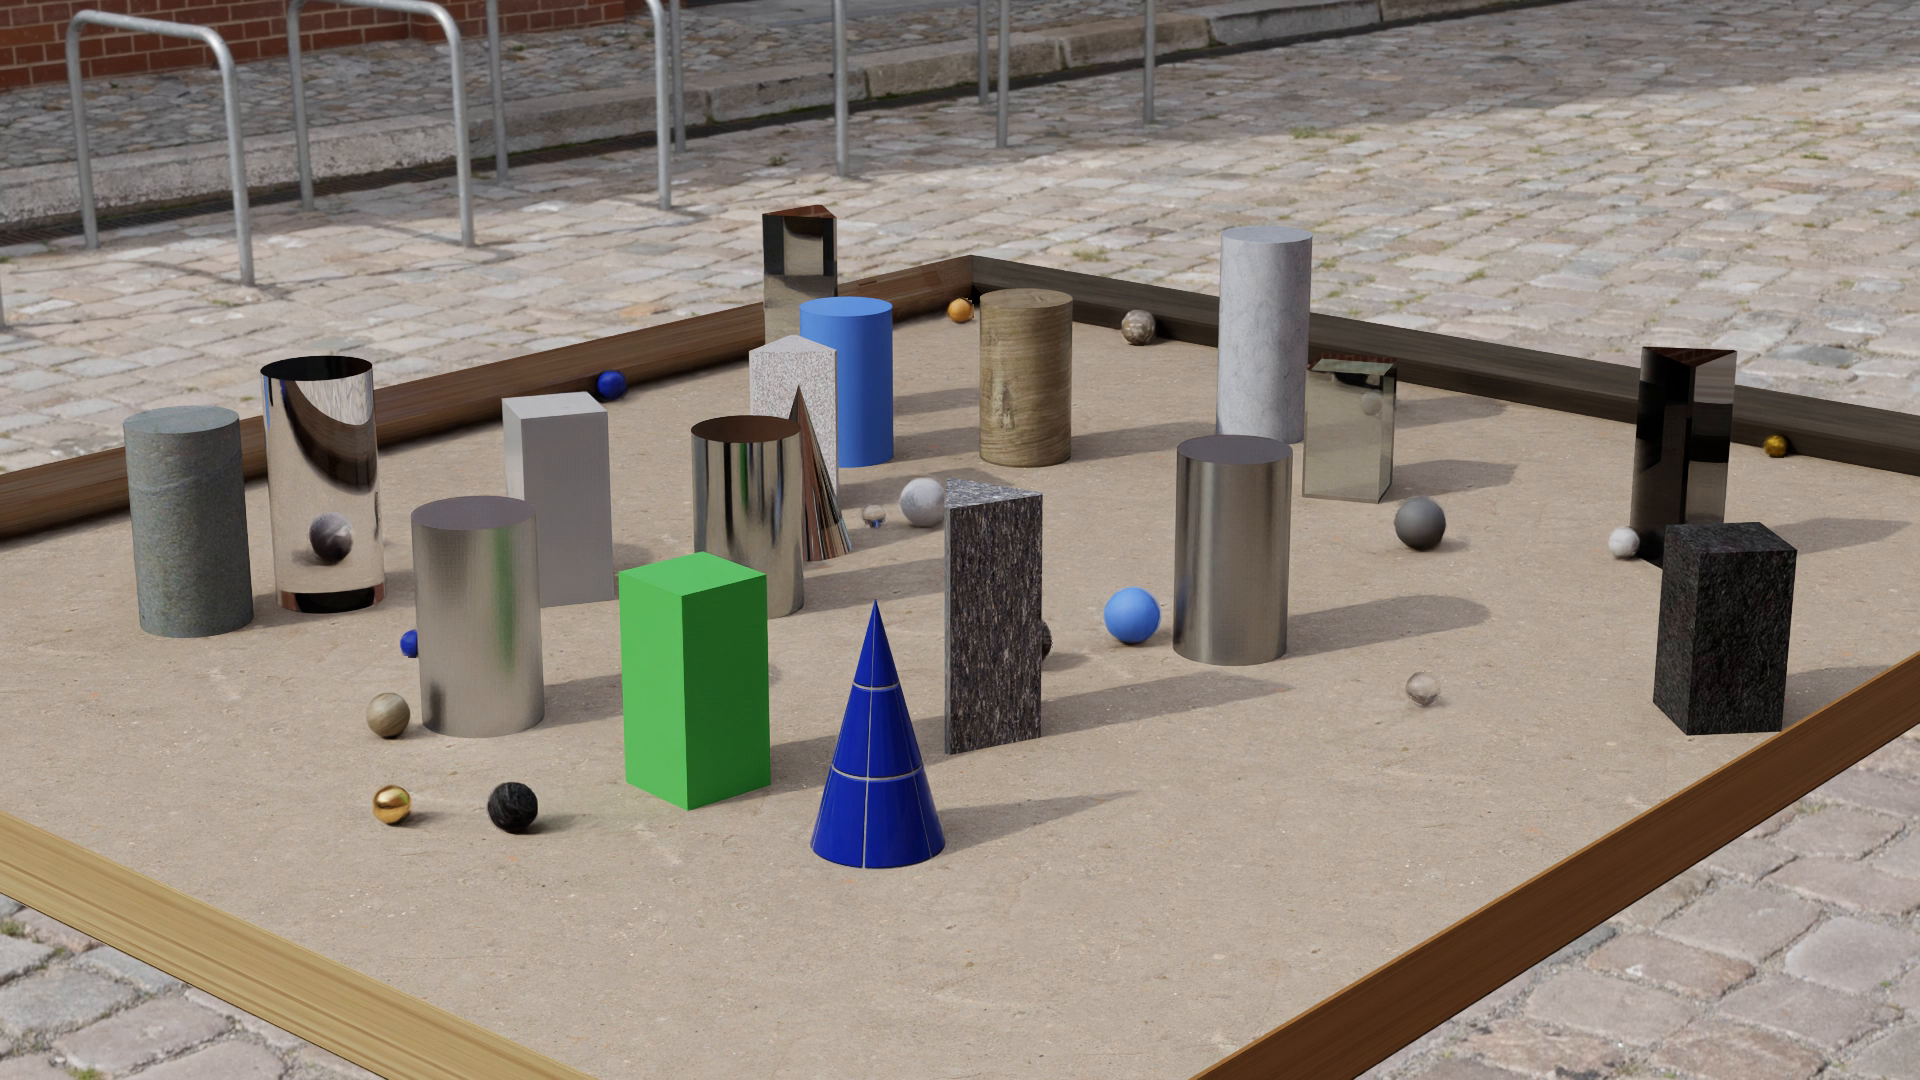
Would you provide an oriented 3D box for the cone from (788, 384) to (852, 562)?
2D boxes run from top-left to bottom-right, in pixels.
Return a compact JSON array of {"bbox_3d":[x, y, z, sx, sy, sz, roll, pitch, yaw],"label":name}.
[{"bbox_3d":[-0.292,-0.135,5.349,0.188,0.309,0.188,0,17,0],"label":"cone"}]

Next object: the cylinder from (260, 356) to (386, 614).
[{"bbox_3d":[-1.095,-0.097,5.049,0.188,0.409,0.188,0,17,0],"label":"cylinder"}]

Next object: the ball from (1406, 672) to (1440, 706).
[{"bbox_3d":[0.722,0.233,4.577,0.051,0.051,0.051,0,17,0],"label":"ball"}]

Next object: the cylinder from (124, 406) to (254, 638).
[{"bbox_3d":[-1.296,-0.032,4.932,0.188,0.353,0.188,0,17,0],"label":"cylinder"}]

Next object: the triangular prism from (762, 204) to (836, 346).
[{"bbox_3d":[-0.320,-0.486,6.275,0.162,0.445,0.141,5,17,15],"label":"triangular prism"}]

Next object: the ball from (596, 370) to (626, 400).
[{"bbox_3d":[-0.766,-0.339,6.446,0.065,0.065,0.065,0,17,0],"label":"ball"}]

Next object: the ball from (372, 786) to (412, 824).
[{"bbox_3d":[-0.796,0.371,4.114,0.054,0.054,0.054,0,17,0],"label":"ball"}]

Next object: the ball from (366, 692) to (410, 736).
[{"bbox_3d":[-0.868,0.265,4.445,0.067,0.067,0.067,0,17,0],"label":"ball"}]

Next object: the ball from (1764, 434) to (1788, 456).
[{"bbox_3d":[1.667,-0.193,5.995,0.047,0.047,0.047,0,17,0],"label":"ball"}]

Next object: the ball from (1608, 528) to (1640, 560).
[{"bbox_3d":[1.203,0.007,5.316,0.056,0.056,0.056,0,17,0],"label":"ball"}]

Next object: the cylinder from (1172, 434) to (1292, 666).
[{"bbox_3d":[0.445,0.015,4.799,0.188,0.339,0.188,0,17,0],"label":"cylinder"}]

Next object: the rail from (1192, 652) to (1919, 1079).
[{"bbox_3d":[1.151,0.320,4.164,0.045,0.122,3.647,14,22,39],"label":"rail"}]

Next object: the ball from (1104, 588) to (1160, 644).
[{"bbox_3d":[0.285,0.125,4.863,0.093,0.093,0.093,0,17,0],"label":"ball"}]

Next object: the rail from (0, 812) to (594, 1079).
[{"bbox_3d":[-1.180,0.424,3.820,3.096,0.122,0.045,14,22,39],"label":"rail"}]

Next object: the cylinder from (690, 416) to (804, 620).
[{"bbox_3d":[-0.363,-0.039,5.024,0.188,0.313,0.188,0,17,0],"label":"cylinder"}]

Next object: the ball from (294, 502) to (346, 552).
[{"bbox_3d":[-1.169,-0.025,5.359,0.092,0.092,0.092,0,17,0],"label":"ball"}]

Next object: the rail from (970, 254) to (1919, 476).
[{"bbox_3d":[1.180,-0.363,6.422,3.096,0.122,0.045,14,22,39],"label":"rail"}]

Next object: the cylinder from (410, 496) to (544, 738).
[{"bbox_3d":[-0.736,0.116,4.484,0.188,0.329,0.188,0,17,0],"label":"cylinder"}]

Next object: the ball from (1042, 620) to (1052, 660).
[{"bbox_3d":[0.104,0.162,4.746,0.089,0.089,0.089,0,17,0],"label":"ball"}]

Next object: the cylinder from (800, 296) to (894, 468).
[{"bbox_3d":[-0.230,-0.322,5.963,0.188,0.312,0.188,0,17,0],"label":"cylinder"}]

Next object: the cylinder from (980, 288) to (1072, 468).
[{"bbox_3d":[0.134,-0.330,5.958,0.188,0.329,0.188,0,17,0],"label":"cylinder"}]

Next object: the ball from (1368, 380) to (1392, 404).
[{"bbox_3d":[0.921,-0.326,6.422,0.053,0.053,0.053,0,17,0],"label":"ball"}]

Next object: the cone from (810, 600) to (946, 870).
[{"bbox_3d":[-0.114,0.248,4.000,0.188,0.356,0.188,0,17,0],"label":"cone"}]

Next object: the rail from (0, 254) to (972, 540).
[{"bbox_3d":[-1.151,-0.259,6.078,0.045,0.122,3.647,14,22,39],"label":"rail"}]

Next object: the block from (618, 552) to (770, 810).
[{"bbox_3d":[-0.381,0.201,4.218,0.150,0.321,0.150,-14,22,-40],"label":"block"}]

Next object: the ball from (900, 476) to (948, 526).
[{"bbox_3d":[-0.066,-0.072,5.513,0.093,0.093,0.093,0,17,0],"label":"ball"}]

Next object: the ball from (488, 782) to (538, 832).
[{"bbox_3d":[-0.623,0.372,4.087,0.069,0.069,0.069,0,17,0],"label":"ball"}]

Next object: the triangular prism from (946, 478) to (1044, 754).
[{"bbox_3d":[0.018,0.108,4.418,0.162,0.383,0.141,-9,19,-27],"label":"triangular prism"}]

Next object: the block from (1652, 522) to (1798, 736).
[{"bbox_3d":[1.169,0.135,4.490,0.150,0.290,0.150,-2,17,-6],"label":"block"}]

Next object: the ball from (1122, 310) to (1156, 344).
[{"bbox_3d":[0.425,-0.506,6.965,0.084,0.084,0.084,0,17,0],"label":"ball"}]

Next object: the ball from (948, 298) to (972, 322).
[{"bbox_3d":[-0.001,-0.563,7.198,0.059,0.059,0.059,0,17,0],"label":"ball"}]

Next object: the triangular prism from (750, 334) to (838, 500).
[{"bbox_3d":[-0.318,-0.226,5.641,0.162,0.314,0.141,-1,17,-3],"label":"triangular prism"}]

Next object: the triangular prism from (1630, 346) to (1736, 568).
[{"bbox_3d":[1.278,-0.150,5.269,0.141,0.383,0.162,14,22,38],"label":"triangular prism"}]

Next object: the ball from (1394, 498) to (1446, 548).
[{"bbox_3d":[0.844,-0.030,5.375,0.094,0.094,0.094,0,17,0],"label":"ball"}]

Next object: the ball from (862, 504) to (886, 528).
[{"bbox_3d":[-0.163,-0.045,5.507,0.046,0.046,0.046,0,17,0],"label":"ball"}]

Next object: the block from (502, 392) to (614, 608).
[{"bbox_3d":[-0.697,-0.070,5.084,0.150,0.338,0.150,-6,18,-20],"label":"block"}]

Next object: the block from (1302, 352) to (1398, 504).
[{"bbox_3d":[0.760,-0.219,5.719,0.150,0.255,0.150,5,18,18],"label":"block"}]

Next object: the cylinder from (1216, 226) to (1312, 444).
[{"bbox_3d":[0.632,-0.425,6.102,0.188,0.428,0.188,0,17,0],"label":"cylinder"}]

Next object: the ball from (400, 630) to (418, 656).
[{"bbox_3d":[-0.896,0.169,4.803,0.042,0.042,0.042,0,17,0],"label":"ball"}]
